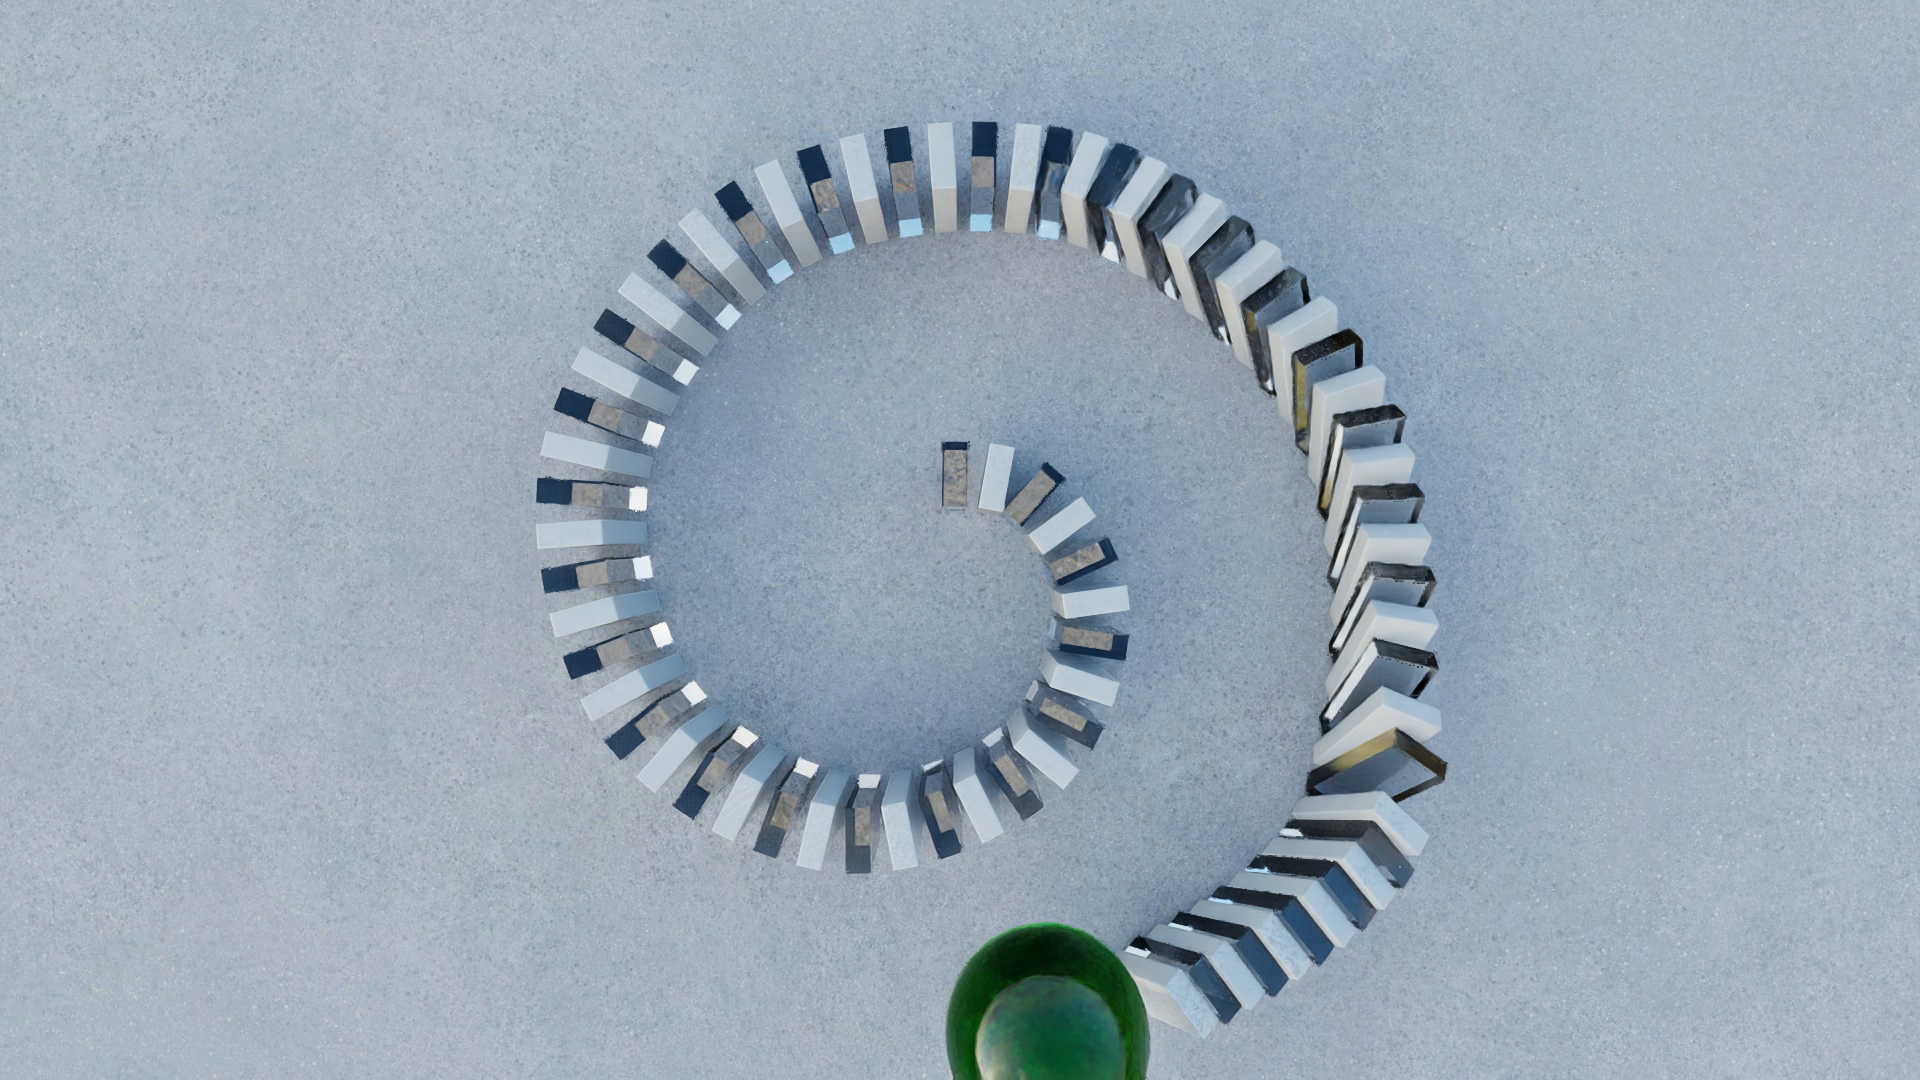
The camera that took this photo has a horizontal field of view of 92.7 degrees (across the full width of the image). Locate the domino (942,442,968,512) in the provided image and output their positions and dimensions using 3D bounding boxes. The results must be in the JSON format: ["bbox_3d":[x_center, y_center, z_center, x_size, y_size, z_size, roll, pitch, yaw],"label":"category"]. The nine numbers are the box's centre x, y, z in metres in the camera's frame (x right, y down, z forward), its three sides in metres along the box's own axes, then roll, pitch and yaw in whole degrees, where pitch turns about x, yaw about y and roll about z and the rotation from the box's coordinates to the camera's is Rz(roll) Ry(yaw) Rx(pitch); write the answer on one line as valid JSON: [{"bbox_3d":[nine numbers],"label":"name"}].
[{"bbox_3d":[-0.002,-0.025,0.375,0.009,0.050,0.025,1,90,0],"label":"domino"}]

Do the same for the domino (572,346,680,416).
[{"bbox_3d":[-0.135,-0.064,0.375,0.025,0.050,0.009,28,90,0],"label":"domino"}]

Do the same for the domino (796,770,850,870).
[{"bbox_3d":[-0.055,0.113,0.375,0.009,0.050,0.025,13,90,0],"label":"domino"}]

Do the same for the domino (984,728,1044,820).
[{"bbox_3d":[0.021,0.095,0.375,0.009,0.050,0.025,-35,90,0],"label":"domino"}]

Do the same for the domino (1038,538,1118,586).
[{"bbox_3d":[0.047,0.008,0.375,0.025,0.050,0.010,-25,90,0],"label":"domino"}]

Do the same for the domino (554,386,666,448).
[{"bbox_3d":[-0.142,-0.050,0.375,0.025,0.050,0.009,22,90,0],"label":"domino"}]

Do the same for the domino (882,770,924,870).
[{"bbox_3d":[-0.023,0.113,0.375,0.009,0.050,0.025,-11,90,0],"label":"domino"}]

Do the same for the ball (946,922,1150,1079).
[{"bbox_3d":[0.034,0.194,0.360,0.080,0.080,0.080,0,90,0],"label":"ball"}]

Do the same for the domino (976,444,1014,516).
[{"bbox_3d":[0.014,-0.024,0.375,0.009,0.050,0.025,10,90,0],"label":"domino"}]

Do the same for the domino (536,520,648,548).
[{"bbox_3d":[-0.149,-0.002,0.375,0.025,0.050,0.010,-4,90,0],"label":"domino"}]

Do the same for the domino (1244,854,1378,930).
[{"bbox_3d":[0.142,0.143,0.375,0.009,0.050,0.025,-39,90,-25],"label":"domino"}]

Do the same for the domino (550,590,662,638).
[{"bbox_3d":[-0.144,0.029,0.375,0.025,0.050,0.009,-16,90,0],"label":"domino"}]

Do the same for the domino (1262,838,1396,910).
[{"bbox_3d":[0.150,0.136,0.375,0.009,0.050,0.025,-39,90,-25],"label":"domino"}]

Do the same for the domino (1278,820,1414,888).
[{"bbox_3d":[0.157,0.128,0.375,0.010,0.050,0.025,-40,90,-25],"label":"domino"}]

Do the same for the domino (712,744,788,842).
[{"bbox_3d":[-0.085,0.102,0.375,0.009,0.050,0.025,27,90,0],"label":"domino"}]

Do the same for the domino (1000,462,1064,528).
[{"bbox_3d":[0.029,-0.017,0.375,0.010,0.050,0.025,41,90,0],"label":"domino"}]

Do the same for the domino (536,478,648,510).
[{"bbox_3d":[-0.149,-0.018,0.375,0.025,0.050,0.010,3,90,0],"label":"domino"}]

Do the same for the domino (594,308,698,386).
[{"bbox_3d":[-0.127,-0.078,0.375,0.025,0.050,0.009,33,90,0],"label":"domino"}]

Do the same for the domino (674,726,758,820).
[{"bbox_3d":[-0.099,0.094,0.375,0.009,0.050,0.025,33,90,0],"label":"domino"}]

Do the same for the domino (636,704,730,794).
[{"bbox_3d":[-0.112,0.084,0.375,0.010,0.050,0.025,41,90,0],"label":"domino"}]

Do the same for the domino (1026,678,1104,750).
[{"bbox_3d":[0.042,0.070,0.375,0.025,0.050,0.009,27,90,0],"label":"domino"}]

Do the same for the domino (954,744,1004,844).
[{"bbox_3d":[0.007,0.103,0.375,0.010,0.050,0.025,-27,90,0],"label":"domino"}]

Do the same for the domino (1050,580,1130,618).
[{"bbox_3d":[0.052,0.024,0.375,0.025,0.050,0.009,-8,90,0],"label":"domino"}]

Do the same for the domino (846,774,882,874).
[{"bbox_3d":[-0.039,0.115,0.375,0.009,0.050,0.025,0,90,0],"label":"domino"}]

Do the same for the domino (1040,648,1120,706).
[{"bbox_3d":[0.048,0.055,0.375,0.025,0.050,0.010,18,90,0],"label":"domino"}]

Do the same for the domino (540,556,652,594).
[{"bbox_3d":[-0.147,0.014,0.375,0.025,0.050,0.009,-10,90,0],"label":"domino"}]

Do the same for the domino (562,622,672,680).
[{"bbox_3d":[-0.139,0.045,0.375,0.025,0.050,0.010,-21,90,0],"label":"domino"}]

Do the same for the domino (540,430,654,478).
[{"bbox_3d":[-0.147,-0.034,0.375,0.025,0.050,0.010,13,90,0],"label":"domino"}]

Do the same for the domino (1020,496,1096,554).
[{"bbox_3d":[0.039,-0.006,0.375,0.025,0.050,0.010,-36,90,0],"label":"domino"}]

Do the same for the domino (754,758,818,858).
[{"bbox_3d":[-0.070,0.108,0.375,0.010,0.050,0.025,21,90,0],"label":"domino"}]

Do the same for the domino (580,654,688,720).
[{"bbox_3d":[-0.132,0.059,0.375,0.025,0.050,0.010,-28,90,0],"label":"domino"}]

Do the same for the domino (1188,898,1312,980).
[{"bbox_3d":[0.117,0.163,0.375,0.009,0.050,0.025,-38,90,-25],"label":"domino"}]

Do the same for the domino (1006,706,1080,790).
[{"bbox_3d":[0.033,0.084,0.375,0.025,0.050,0.010,40,90,0],"label":"domino"}]

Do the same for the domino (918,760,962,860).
[{"bbox_3d":[-0.008,0.109,0.375,0.010,0.050,0.025,-19,90,0],"label":"domino"}]

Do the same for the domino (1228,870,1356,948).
[{"bbox_3d":[0.134,0.150,0.375,0.010,0.050,0.025,-39,90,-25],"label":"domino"}]

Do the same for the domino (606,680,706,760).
[{"bbox_3d":[-0.123,0.073,0.375,0.025,0.050,0.009,-39,90,0],"label":"domino"}]

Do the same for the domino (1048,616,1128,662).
[{"bbox_3d":[0.051,0.040,0.375,0.025,0.050,0.009,9,90,0],"label":"domino"}]

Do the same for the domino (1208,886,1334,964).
[{"bbox_3d":[0.126,0.157,0.375,0.009,0.050,0.025,-38,90,-25],"label":"domino"}]
